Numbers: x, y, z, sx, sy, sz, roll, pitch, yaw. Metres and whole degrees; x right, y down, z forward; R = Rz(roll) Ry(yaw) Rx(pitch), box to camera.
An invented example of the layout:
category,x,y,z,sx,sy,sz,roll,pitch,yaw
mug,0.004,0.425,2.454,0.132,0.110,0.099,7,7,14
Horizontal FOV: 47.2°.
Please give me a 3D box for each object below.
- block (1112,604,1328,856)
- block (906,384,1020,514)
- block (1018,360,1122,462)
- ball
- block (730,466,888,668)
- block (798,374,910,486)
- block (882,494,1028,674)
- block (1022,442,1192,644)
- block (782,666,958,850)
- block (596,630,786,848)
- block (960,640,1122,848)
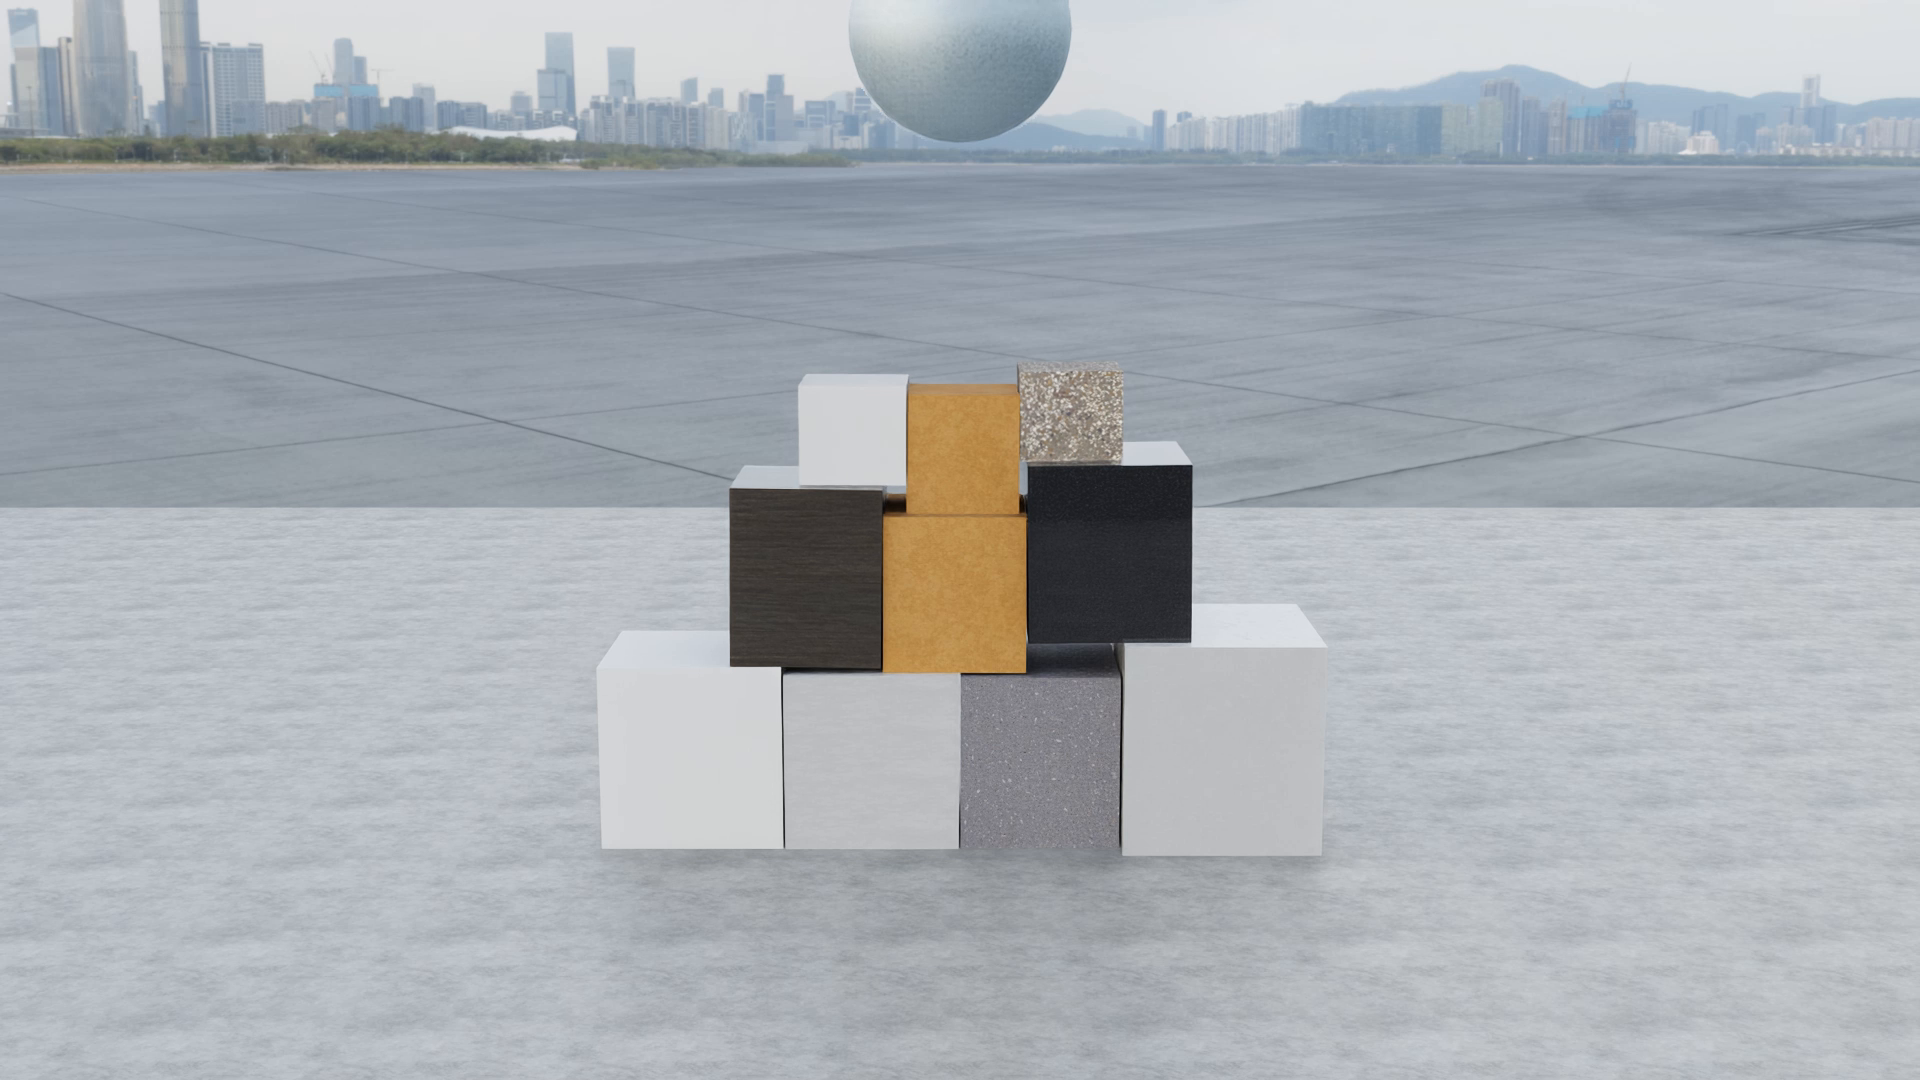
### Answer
category,x,y,z,sx,sy,sz,roll,pitch,yaw
block,1.303,0.955,11.342,0.990,1.063,1.026,0,10,0
block,0.015,-0.466,11.093,0.557,0.590,0.505,0,10,0
block,0.548,-0.654,11.065,0.506,0.441,0.507,-1,10,0
ball,0.000,-3.648,15.706,1.600,1.600,1.600,0,10,0
block,-0.760,0.123,11.189,0.748,0.894,0.755,1,10,0
block,-0.528,-0.562,11.087,0.529,0.493,0.554,0,10,0
block,-0.026,0.209,11.224,0.711,0.785,0.734,0,10,0
block,0.734,-0.002,11.171,0.803,0.884,0.842,-1,10,0
block,-0.441,1.037,11.364,0.870,0.894,0.832,0,10,0
block,-1.342,1.017,11.369,0.911,0.932,0.840,0,10,0
block,0.401,1.041,11.380,0.794,0.880,0.836,0,10,0
